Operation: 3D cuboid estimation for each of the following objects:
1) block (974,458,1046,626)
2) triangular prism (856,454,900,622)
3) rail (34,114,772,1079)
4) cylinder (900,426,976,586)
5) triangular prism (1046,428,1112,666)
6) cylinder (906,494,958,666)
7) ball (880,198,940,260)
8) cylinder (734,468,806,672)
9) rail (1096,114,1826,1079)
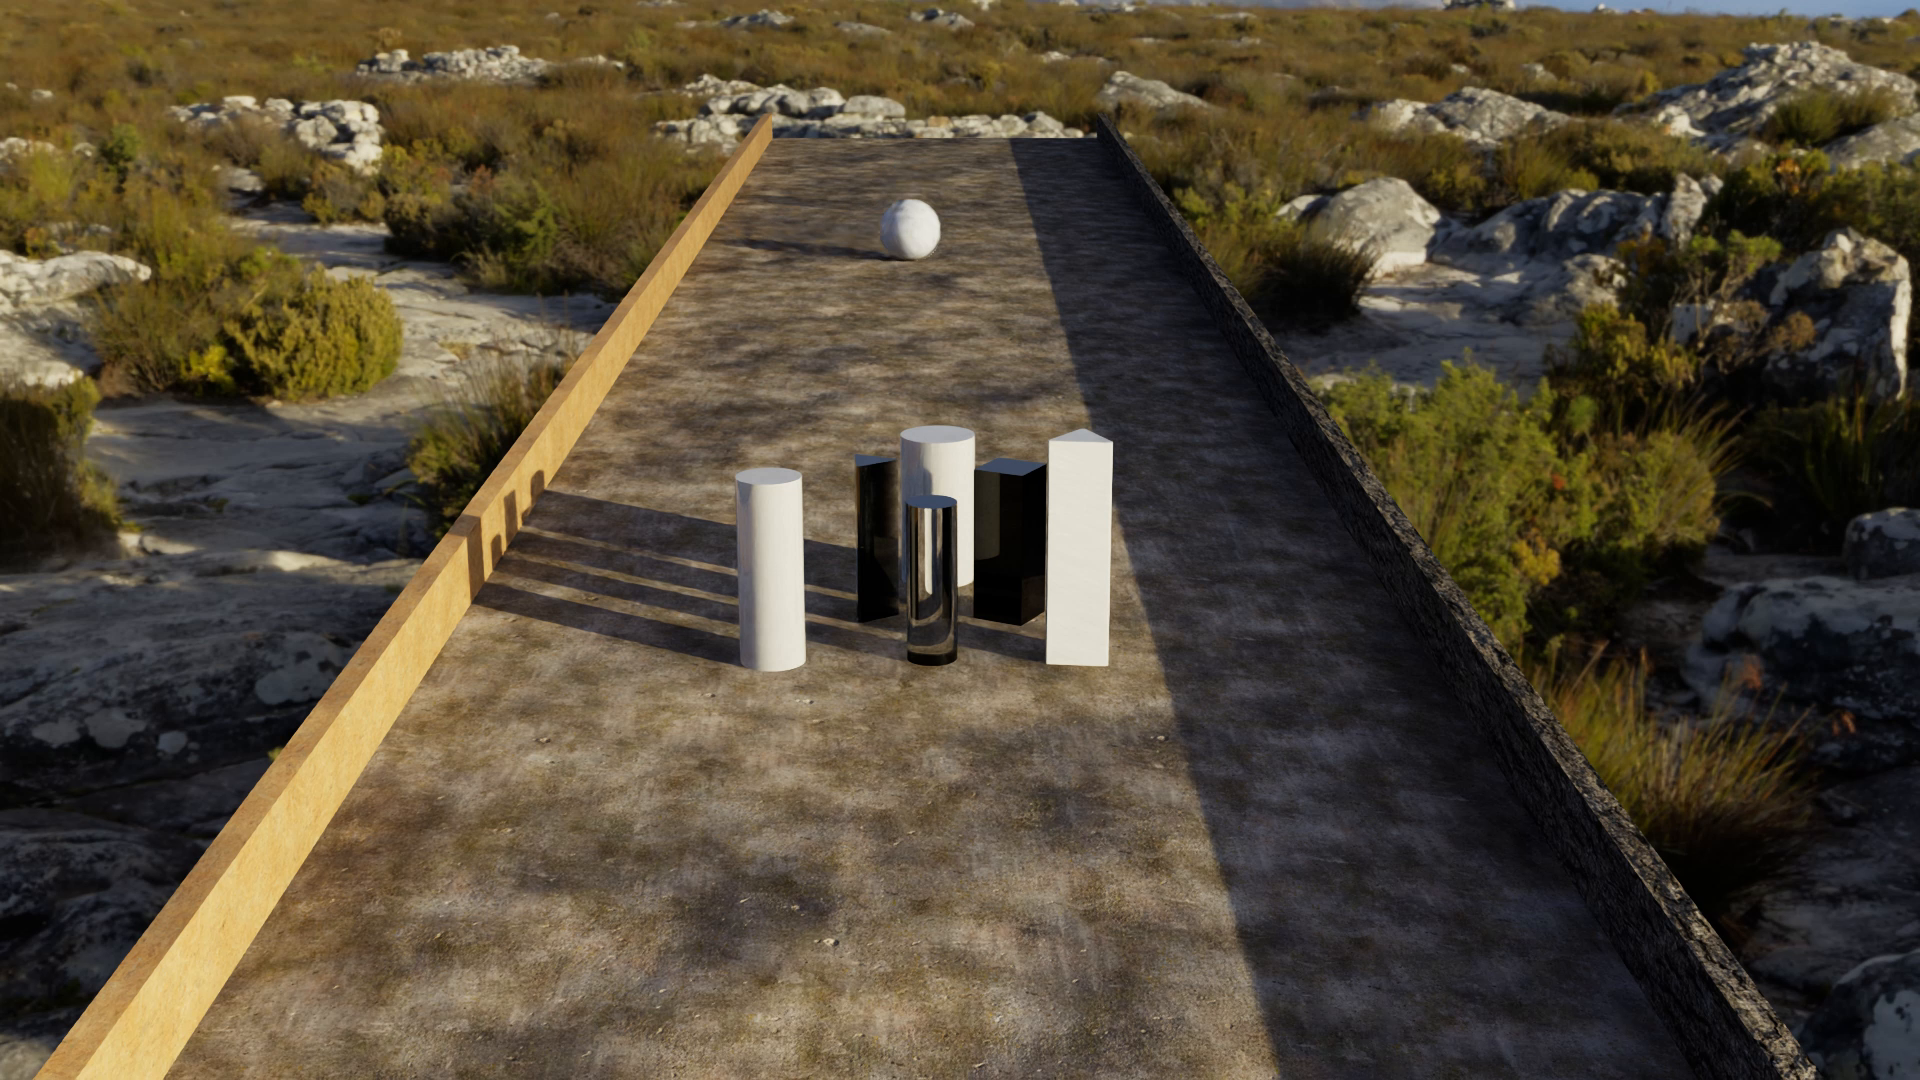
[{"bbox_3d":[0.105,0.003,4.646,0.113,0.326,0.113,9,19,27],"label":"block"},{"bbox_3d":[-0.196,-0.007,4.652,0.100,0.341,0.087,-11,20,-33],"label":"triangular prism"},{"bbox_3d":[-1.118,-0.838,7.780,0.050,0.150,12.000,0,17,-1],"label":"rail"},{"bbox_3d":[-0.049,-0.075,4.896,0.165,0.331,0.165,0,17,0],"label":"cylinder"},{"bbox_3d":[0.238,0.014,4.375,0.123,0.459,0.107,2,17,6],"label":"triangular prism"},{"bbox_3d":[-0.056,0.081,4.384,0.102,0.326,0.102,0,17,0],"label":"cylinder"},{"bbox_3d":[-0.206,-1.285,9.102,0.253,0.253,0.253,0,17,0],"label":"ball"},{"bbox_3d":[-0.375,0.058,4.360,0.131,0.383,0.131,0,17,0],"label":"cylinder"},{"bbox_3d":[0.932,-0.844,7.801,0.050,0.150,12.000,0,17,-1],"label":"rail"}]
